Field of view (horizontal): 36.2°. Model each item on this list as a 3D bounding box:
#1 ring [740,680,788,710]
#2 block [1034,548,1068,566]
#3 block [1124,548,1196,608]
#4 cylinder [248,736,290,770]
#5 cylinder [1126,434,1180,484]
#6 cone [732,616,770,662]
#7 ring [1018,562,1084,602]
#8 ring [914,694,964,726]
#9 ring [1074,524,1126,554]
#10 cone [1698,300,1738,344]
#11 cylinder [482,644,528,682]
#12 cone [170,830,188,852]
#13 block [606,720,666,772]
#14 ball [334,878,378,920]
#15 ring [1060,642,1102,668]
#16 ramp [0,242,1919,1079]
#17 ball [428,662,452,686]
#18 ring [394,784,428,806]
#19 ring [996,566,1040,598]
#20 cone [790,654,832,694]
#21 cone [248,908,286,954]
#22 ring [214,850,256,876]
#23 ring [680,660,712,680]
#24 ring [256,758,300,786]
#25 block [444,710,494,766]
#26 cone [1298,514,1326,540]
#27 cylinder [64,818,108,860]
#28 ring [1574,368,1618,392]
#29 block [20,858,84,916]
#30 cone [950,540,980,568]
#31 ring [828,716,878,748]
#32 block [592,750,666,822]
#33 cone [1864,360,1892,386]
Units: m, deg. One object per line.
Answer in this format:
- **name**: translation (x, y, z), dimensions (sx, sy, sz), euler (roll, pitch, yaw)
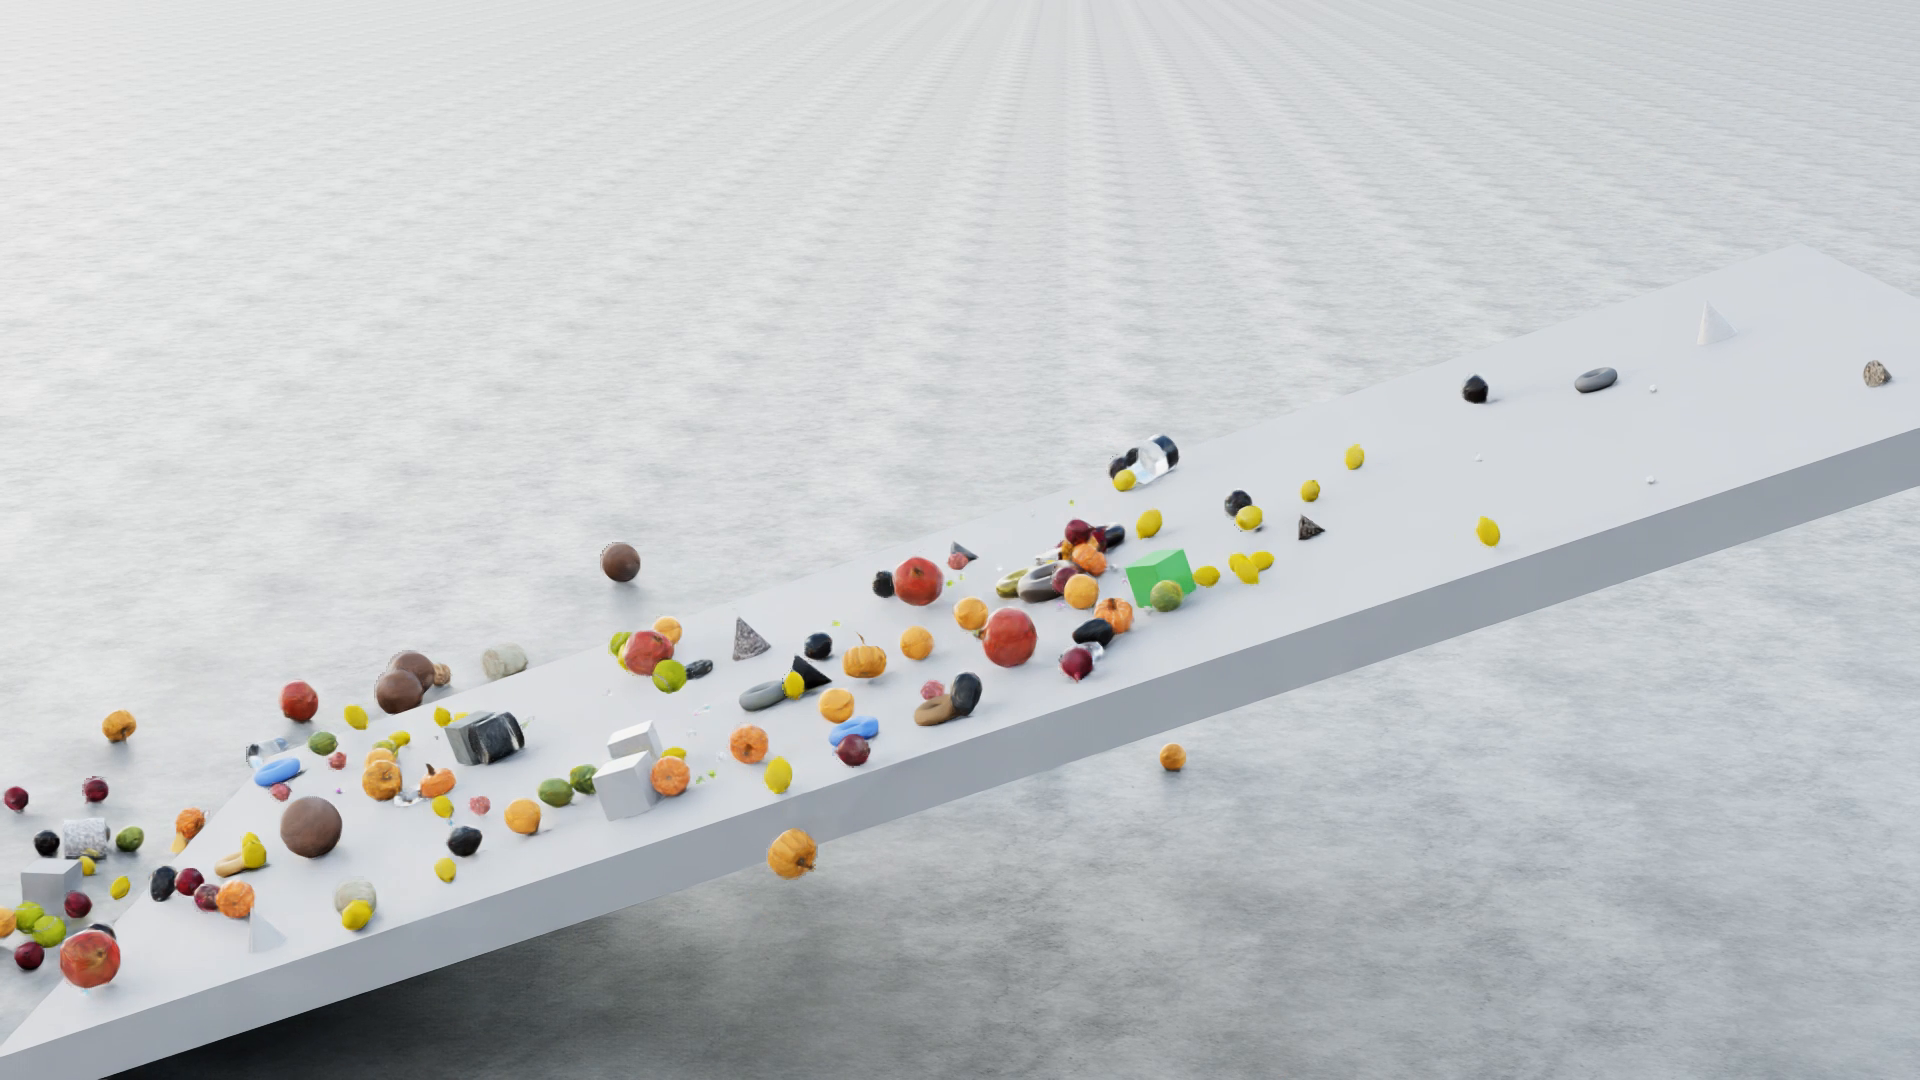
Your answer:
- **ring**: translation (-0.409, 0.325, 6.143), dimensions (0.109, 0.036, 0.109), euler (-19, 10, 3)
- **block**: translation (0.201, 0.053, 6.354), dimensions (0.052, 0.052, 0.052), euler (-23, 11, -15)
- **block**: translation (0.397, 0.076, 5.815), dimensions (0.087, 0.087, 0.087), euler (-28, 14, -37)
- **cylinder**: translation (-1.808, 0.560, 7.698), dimensions (0.076, 0.076, 0.076), euler (10, 17, 38)
- **cylinder**: translation (0.458, -0.194, 7.002), dimensions (0.092, 0.092, 0.092), euler (10, 29, 40)
- **cone**: translation (-0.488, 0.214, 6.667), dimensions (0.093, 0.093, 0.093), euler (-19, 11, 4)
- **ring**: translation (0.191, 0.088, 6.212), dimensions (0.148, 0.049, 0.148), euler (-19, 14, 5)
- **ring**: translation (-0.040, 0.320, 5.532), dimensions (0.098, 0.033, 0.098), euler (-19, 12, 4)
- **ring**: translation (0.308, -0.004, 6.482), dimensions (0.119, 0.040, 0.119), euler (-19, 10, 3)
- **cone**: translation (1.627, -0.481, 6.367), dimensions (0.089, 0.089, 0.089), euler (-19, 11, 4)
- **cylinder**: translation (-1.330, 0.357, 8.588), dimensions (0.093, 0.093, 0.093), euler (10, 16, 37)
- **cone**: translation (-1.869, 0.717, 7.046), dimensions (0.050, 0.050, 0.050), euler (0, 12, 0)
- **block**: translation (-0.651, 0.427, 5.932), dimensions (0.086, 0.086, 0.086), euler (-19, 11, 5)
- **ball**: translation (-1.145, 0.681, 5.573), dimensions (0.081, 0.081, 0.081), euler (0, 12, 0)
- **ring**: translation (0.230, 0.218, 5.569), dimensions (0.087, 0.029, 0.087), euler (-18, 12, 4)
- **ramp**: translation (0.110, 0.179, 6.302), dimensions (4.000, 0.100, 2.000), euler (-19, 11, 6)
- **ball**: translation (-1.504, 0.389, 8.505), dimensions (0.067, 0.067, 0.067), euler (0, 12, 0)
- **ring**: translation (-1.196, 0.557, 6.409), dimensions (0.078, 0.026, 0.078), euler (-19, 12, 4)
- **ring**: translation (0.132, 0.091, 6.327), dimensions (0.117, 0.039, 0.117), euler (-20, 11, 4)
- **cone**: translation (-0.305, 0.288, 6.132), dimensions (0.085, 0.085, 0.085), euler (9, 13, 7)
- **cone**: translation (-1.344, 0.740, 5.640), dimensions (0.078, 0.078, 0.078), euler (-19, 11, 4)
- **ring**: translation (-1.565, 0.698, 6.351), dimensions (0.094, 0.031, 0.094), euler (-19, 12, 4)
- **ring**: translation (-0.595, 0.292, 6.648), dimensions (0.079, 0.026, 0.079), euler (-19, 10, 3)
- **ring**: translation (-1.658, 0.564, 7.149), dimensions (0.116, 0.039, 0.116), euler (-20, 12, 4)
- **block**: translation (-1.085, 0.444, 6.592), dimensions (0.091, 0.091, 0.091), euler (-26, 13, -29)
- **cone**: translation (0.709, -0.022, 5.910), dimensions (0.053, 0.053, 0.053), euler (8, 12, 0)
- **cylinder**: translation (-2.075, 0.709, 6.979), dimensions (0.094, 0.094, 0.094), euler (-3, 13, -14)
- **ring**: translation (1.365, -0.344, 6.312), dimensions (0.094, 0.031, 0.094), euler (-20, 12, 4)
- **block**: translation (-2.046, 0.783, 6.632), dimensions (0.100, 0.100, 0.100), euler (1, 12, 6)
- **cone**: translation (0.013, 0.037, 6.820), dimensions (0.067, 0.067, 0.067), euler (6, 12, -7)
- **ring**: translation (-0.202, 0.365, 5.593), dimensions (0.102, 0.034, 0.102), euler (-20, 11, 4)
- **block**: translation (-0.639, 0.474, 5.669), dimensions (0.092, 0.092, 0.092), euler (-17, 11, 16)
- **cone**: translation (1.734, -0.309, 5.525), dimensions (0.051, 0.051, 0.051), euler (13, 5, -29)
